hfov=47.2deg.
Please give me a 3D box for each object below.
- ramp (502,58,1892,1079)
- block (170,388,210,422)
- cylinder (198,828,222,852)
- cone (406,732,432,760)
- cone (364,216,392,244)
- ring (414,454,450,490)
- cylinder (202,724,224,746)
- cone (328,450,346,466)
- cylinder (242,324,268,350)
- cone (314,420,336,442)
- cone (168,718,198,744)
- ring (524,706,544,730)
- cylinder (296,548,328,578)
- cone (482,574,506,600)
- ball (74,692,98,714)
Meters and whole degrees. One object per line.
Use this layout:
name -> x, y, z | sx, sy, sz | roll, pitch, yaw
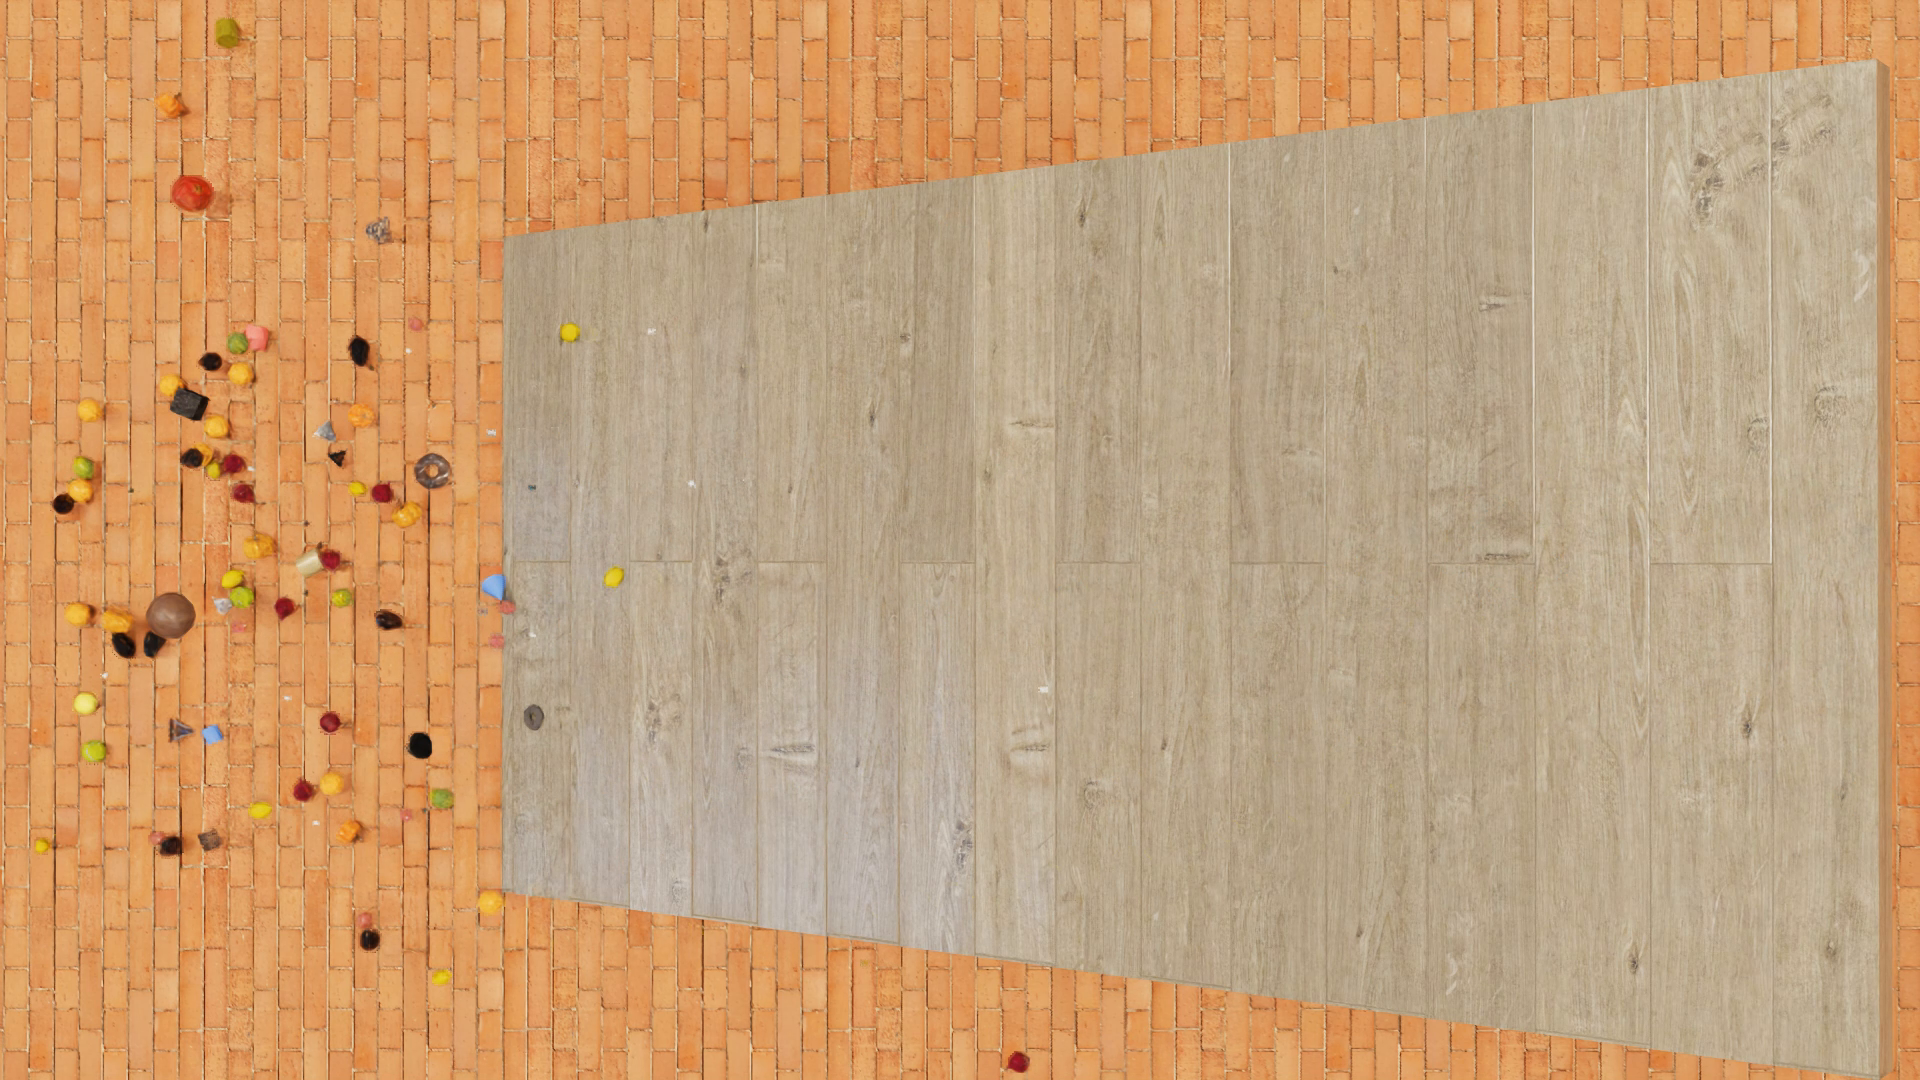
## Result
ramp -> 0.231, 0.065, 5.549 | 4.000, 0.100, 2.000 | 0, 89, 37
block -> -2.369, -0.417, 6.759 | 0.076, 0.076, 0.076 | 22, 90, 0
cylinder -> -2.305, 0.923, 6.758 | 0.056, 0.056, 0.056 | -20, 91, 0
cone -> -1.681, 0.642, 6.759 | 0.085, 0.085, 0.085 | -21, 90, 39
cone -> -1.747, -0.956, 6.663 | 0.085, 0.085, 0.085 | 48, 133, 0
ring -> -1.626, -0.212, 6.778 | 0.113, 0.038, 0.113 | 0, 91, 0
cylinder -> -2.299, 0.598, 6.762 | 0.051, 0.051, 0.051 | -23, 96, 0
cone -> -1.906, -0.261, 6.767 | 0.054, 0.054, 0.054 | 45, 84, 0
cylinder -> -2.166, -0.621, 6.763 | 0.069, 0.069, 0.069 | 8, 90, 0
cone -> -1.938, -0.323, 6.763 | 0.064, 0.064, 0.064 | -44, 89, 0
cone -> -2.391, 0.587, 6.769 | 0.082, 0.082, 0.082 | 4, 90, -25
ring -> -1.282, 0.535, 6.610 | 0.075, 0.025, 0.075 | -1, 88, 36
cylinder -> -1.991, 0.071, 6.757 | 0.072, 0.072, 0.072 | -32, 90, -8
cone -> -1.399, 0.159, 6.658 | 0.078, 0.078, 0.078 | -36, 51, 0
ball -> -2.687, 0.502, 6.757 | 0.067, 0.067, 0.067 | 0, 90, 0
